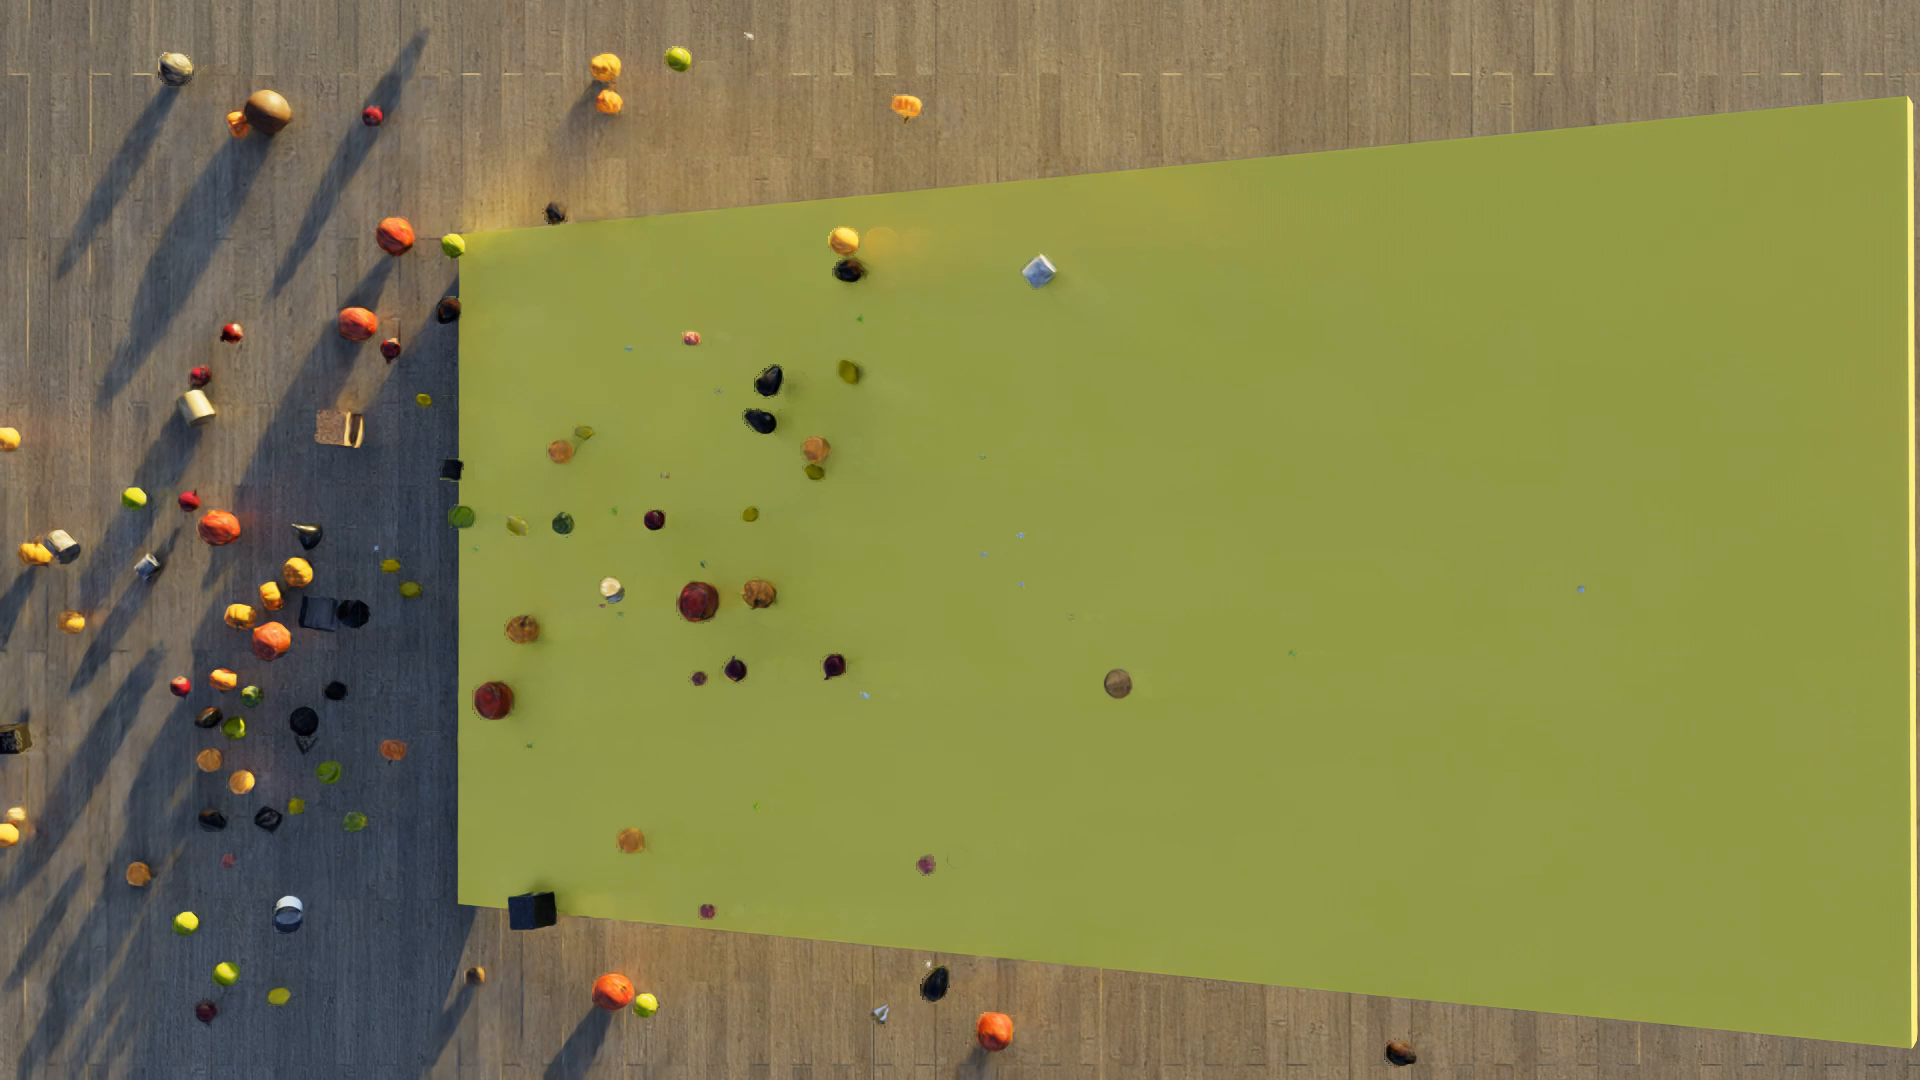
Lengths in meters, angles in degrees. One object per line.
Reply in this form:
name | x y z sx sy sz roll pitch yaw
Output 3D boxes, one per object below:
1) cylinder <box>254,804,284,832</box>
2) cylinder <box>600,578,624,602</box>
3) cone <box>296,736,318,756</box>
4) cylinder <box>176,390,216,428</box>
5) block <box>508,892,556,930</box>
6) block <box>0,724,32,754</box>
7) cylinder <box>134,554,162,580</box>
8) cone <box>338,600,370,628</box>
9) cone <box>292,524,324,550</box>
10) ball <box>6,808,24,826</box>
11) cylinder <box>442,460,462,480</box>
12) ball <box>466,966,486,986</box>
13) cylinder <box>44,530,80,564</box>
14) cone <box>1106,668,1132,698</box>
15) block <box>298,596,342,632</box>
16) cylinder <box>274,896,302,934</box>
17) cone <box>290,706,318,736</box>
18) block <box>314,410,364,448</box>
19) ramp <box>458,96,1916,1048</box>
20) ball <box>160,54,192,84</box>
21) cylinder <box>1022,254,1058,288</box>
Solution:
cylinder | -2.081 0.840 6.617 0.062 0.062 0.062 30 90 0
cylinder | -0.959 0.139 6.076 0.053 0.053 0.053 -3 67 8
cone | -1.962 0.609 6.636 0.065 0.065 0.065 -25 89 -27
cylinder | -2.299 -0.395 6.615 0.084 0.084 0.084 -30 85 0
block | -1.236 1.072 6.359 0.093 0.093 0.093 -7 86 29
block | -2.838 0.596 6.582 0.073 0.073 0.073 -3 103 10
cylinder | -2.448 0.079 6.626 0.055 0.055 0.055 -44 90 4
cone | -1.812 0.201 6.590 0.094 0.094 0.094 9 62 -18
cone | -1.973 -0.028 6.596 0.085 0.085 0.085 -16 56 26
ball | -2.845 0.832 6.622 0.052 0.052 0.052 0 89 0
cylinder | -1.512 -0.210 6.546 0.052 0.052 0.052 5 86 0
ball | -1.457 1.314 6.614 0.058 0.058 0.058 0 89 0
cylinder | -2.668 0.020 6.535 0.074 0.074 0.074 39 90 19
cone | 0.379 0.360 5.474 0.075 0.075 0.075 0 89 29
block | -1.922 0.220 6.608 0.093 0.093 0.093 10 89 0
cylinder | -2.009 1.121 6.579 0.078 0.078 0.078 -6 116 -12
cone | -1.984 0.549 6.606 0.089 0.089 0.089 0 89 0
block | -1.862 -0.334 6.600 0.099 0.099 0.099 6 89 15
ramp | 0.273 0.076 5.636 4.000 0.100 2.000 0 89 29
ball | -2.363 -1.419 6.624 0.093 0.093 0.093 0 89 0
cylinder | 0.203 -0.682 5.584 0.062 0.062 0.062 -41 90 18
